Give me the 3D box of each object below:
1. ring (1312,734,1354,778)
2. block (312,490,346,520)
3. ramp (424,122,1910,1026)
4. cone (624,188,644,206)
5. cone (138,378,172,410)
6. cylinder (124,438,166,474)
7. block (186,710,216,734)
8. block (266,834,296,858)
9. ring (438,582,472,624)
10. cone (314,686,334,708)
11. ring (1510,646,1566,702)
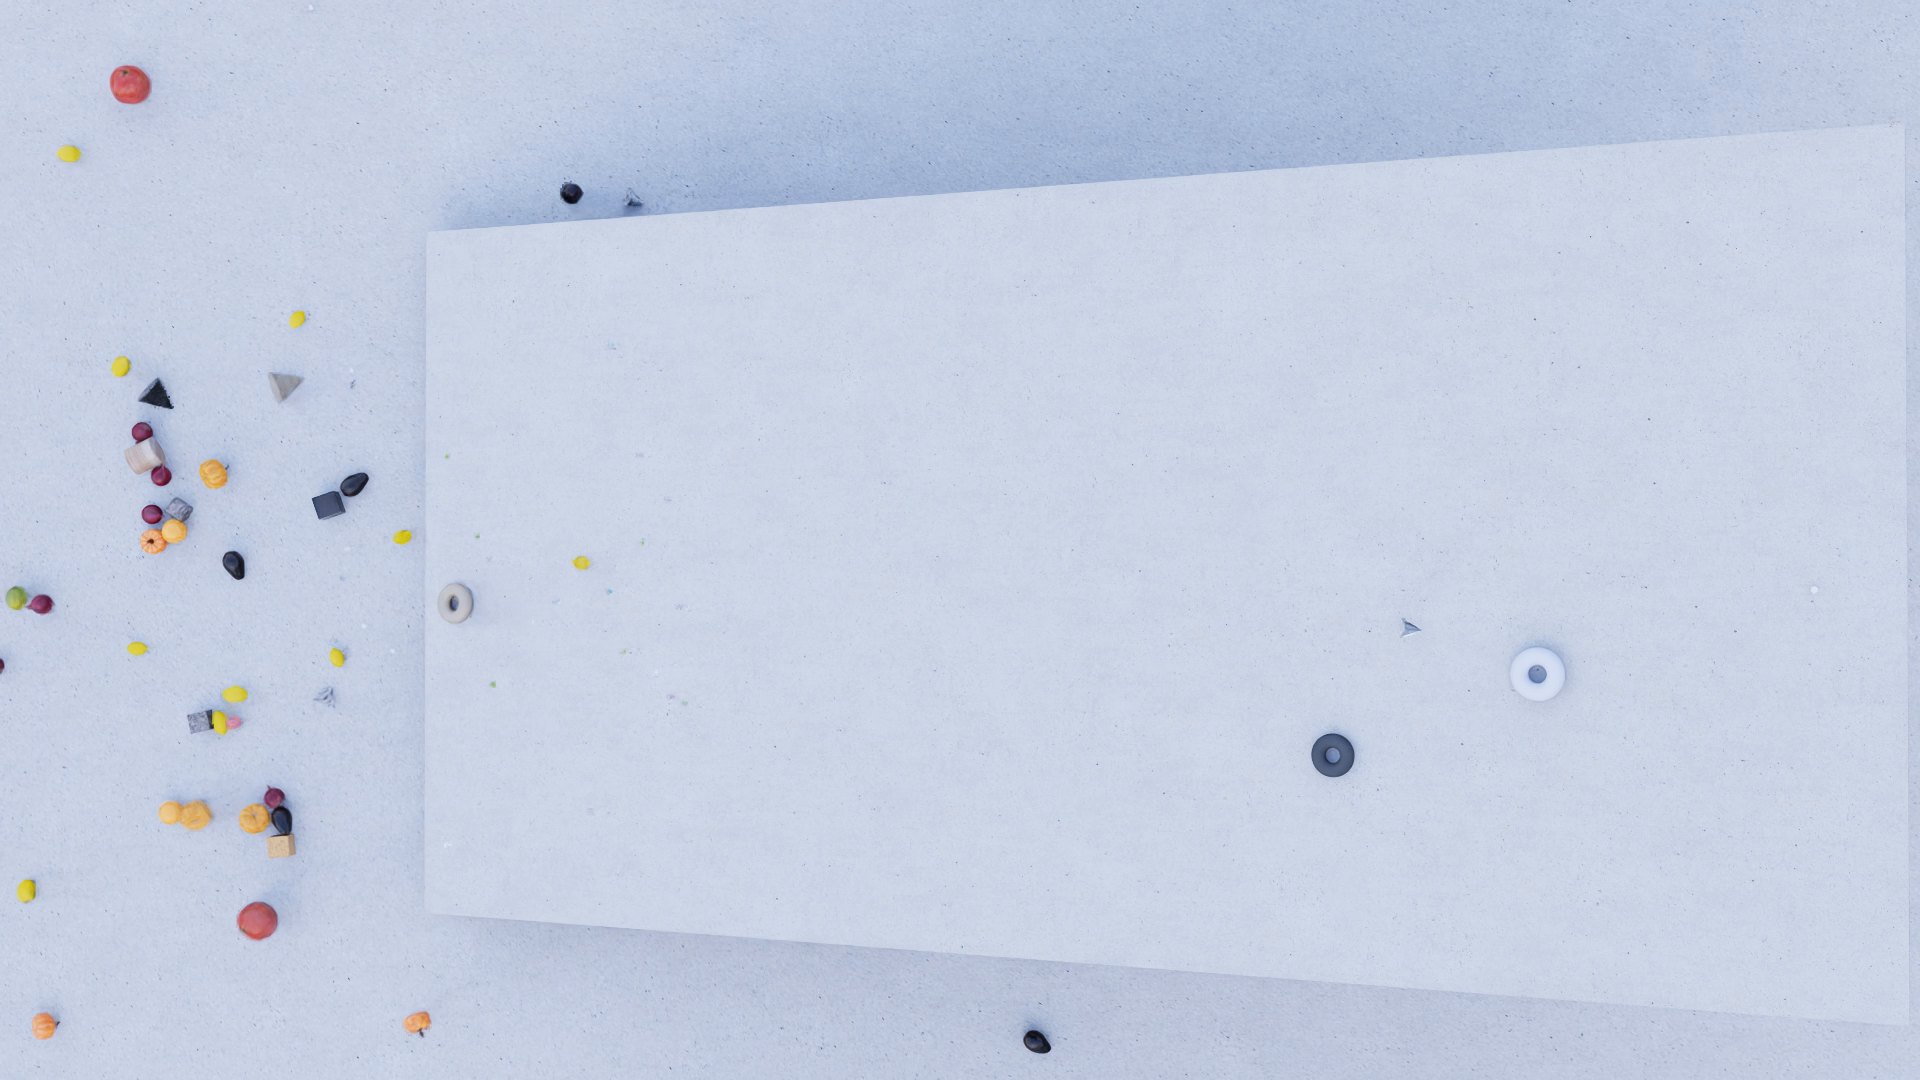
[{"bbox_3d":[0.909,0.525,5.360,0.108,0.036,0.108,-1,88,25],"label":"ring"},{"bbox_3d":[-1.873,-0.102,6.524,0.066,0.066,0.066,-19,89,0],"label":"block"},{"bbox_3d":[0.283,0.084,5.711,4.000,0.100,2.000,0,89,23],"label":"ramp"},{"bbox_3d":[-0.965,-1.012,6.555,0.060,0.060,0.060,16,89,-26],"label":"cone"},{"bbox_3d":[-2.378,-0.418,6.540,0.093,0.093,0.093,-46,116,0],"label":"cone"},{"bbox_3d":[-2.415,-0.249,6.517,0.084,0.084,0.084,-27,89,0],"label":"cylinder"},{"bbox_3d":[-2.249,0.539,6.520,0.058,0.058,0.058,-13,89,0],"label":"block"},{"bbox_3d":[-2.010,0.906,6.514,0.062,0.062,0.062,-6,89,0],"label":"block"},{"bbox_3d":[-1.469,0.184,6.395,0.120,0.040,0.120,-1,87,27],"label":"ring"},{"bbox_3d":[-1.877,0.481,6.536,0.063,0.063,0.063,-31,116,0],"label":"cone"},{"bbox_3d":[1.357,0.315,5.164,0.128,0.043,0.128,0,90,25],"label":"ring"}]
